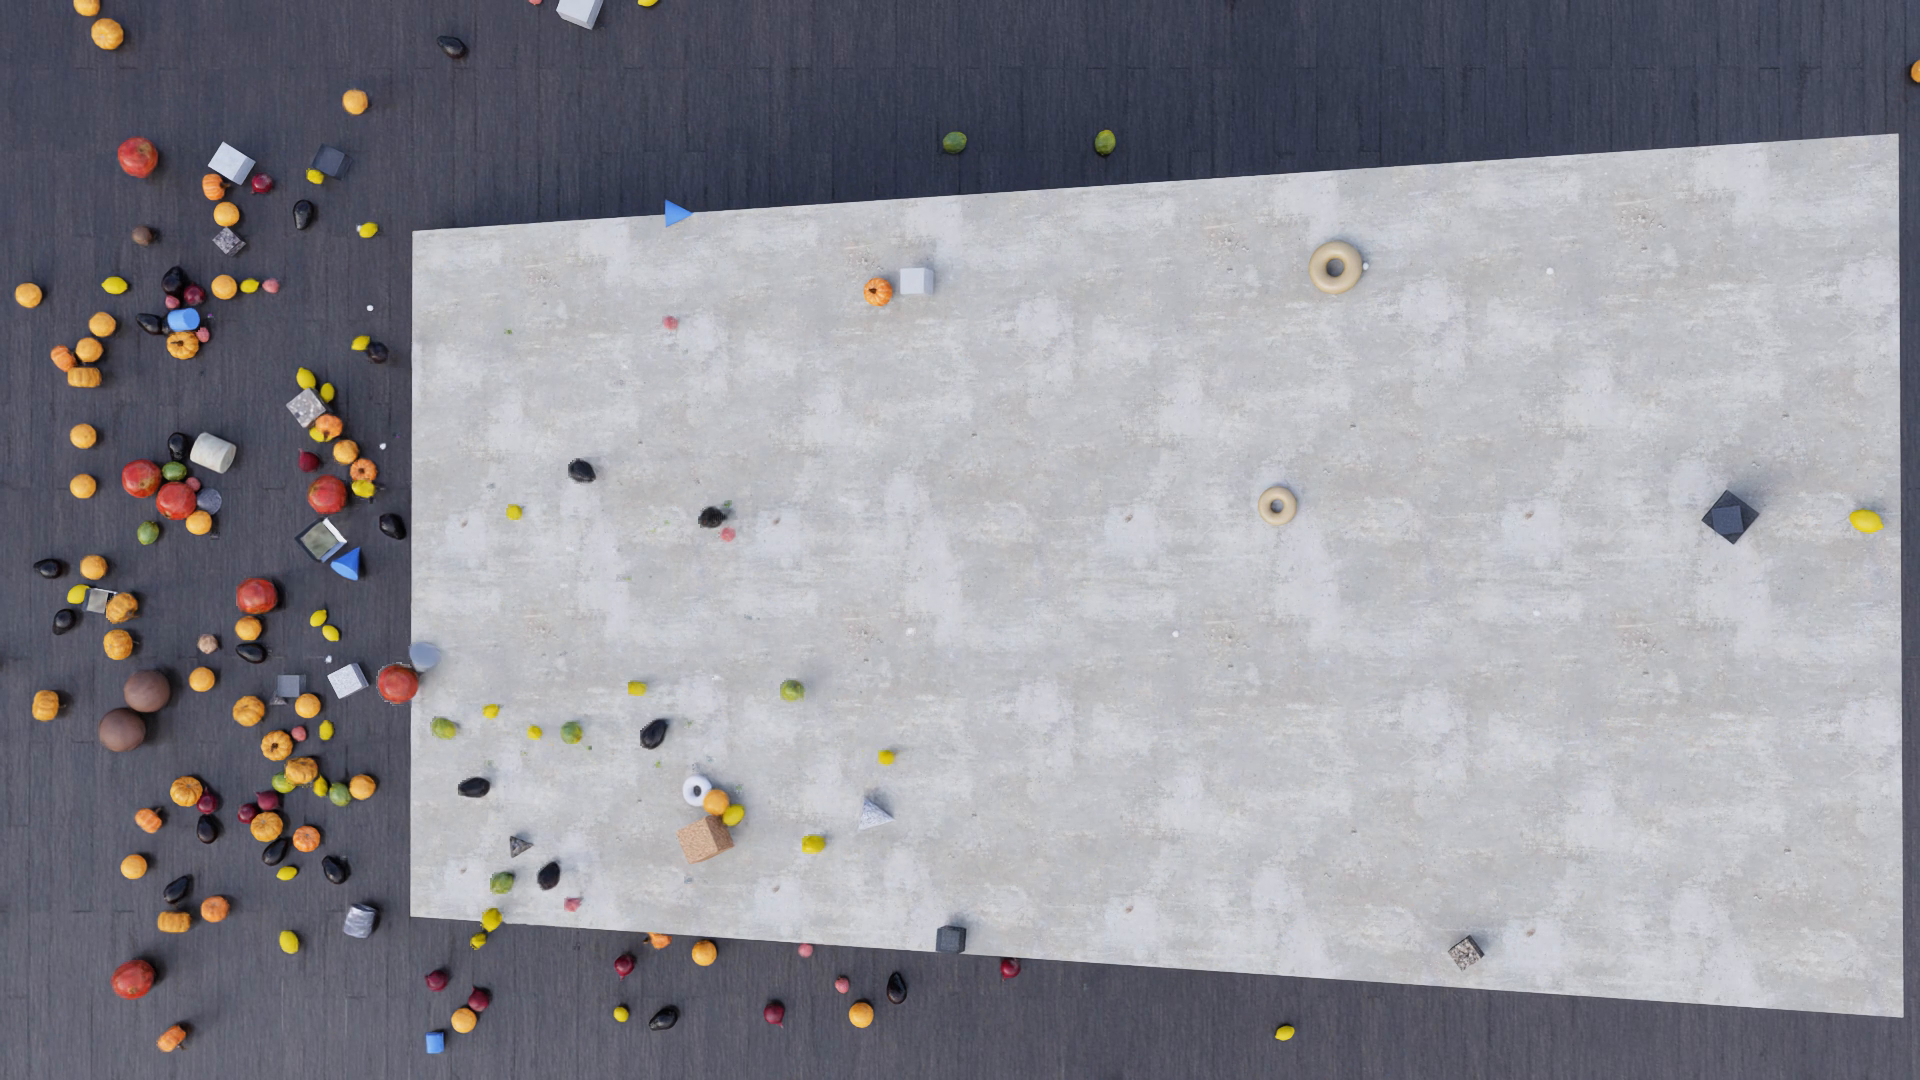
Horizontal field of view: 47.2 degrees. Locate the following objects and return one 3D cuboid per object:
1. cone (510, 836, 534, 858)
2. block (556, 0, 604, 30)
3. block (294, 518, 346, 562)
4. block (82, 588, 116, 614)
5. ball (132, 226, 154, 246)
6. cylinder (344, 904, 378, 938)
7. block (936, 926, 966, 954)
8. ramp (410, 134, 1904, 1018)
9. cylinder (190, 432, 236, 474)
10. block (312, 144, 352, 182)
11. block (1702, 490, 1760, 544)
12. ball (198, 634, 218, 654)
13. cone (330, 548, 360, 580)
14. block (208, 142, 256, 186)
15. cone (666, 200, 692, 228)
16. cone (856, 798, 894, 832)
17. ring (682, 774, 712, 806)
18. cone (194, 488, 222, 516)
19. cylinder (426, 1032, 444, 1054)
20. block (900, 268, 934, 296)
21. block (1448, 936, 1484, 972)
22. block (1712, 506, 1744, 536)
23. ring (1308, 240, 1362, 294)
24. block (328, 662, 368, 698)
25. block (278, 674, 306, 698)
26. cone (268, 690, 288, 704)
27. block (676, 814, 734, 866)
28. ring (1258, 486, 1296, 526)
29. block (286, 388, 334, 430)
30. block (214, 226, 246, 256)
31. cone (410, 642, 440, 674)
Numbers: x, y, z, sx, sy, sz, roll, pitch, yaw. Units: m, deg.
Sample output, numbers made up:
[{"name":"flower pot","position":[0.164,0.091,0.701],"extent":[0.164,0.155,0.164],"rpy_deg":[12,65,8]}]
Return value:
[{"name":"cone","position":[-1.243,0.871,6.256],"extent":[0.065,0.065,0.065],"rpy_deg":[-4,89,-6]},{"name":"block","position":[-1.121,-1.577,6.487],"extent":[0.095,0.095,0.095],"rpy_deg":[22,89,0]},{"name":"block","position":[-1.881,0.001,6.468],"extent":[0.092,0.092,0.092],"rpy_deg":[-41,89,0]},{"name":"block","position":[-2.536,0.181,6.479],"extent":[0.067,0.067,0.067],"rpy_deg":[11,89,0]},{"name":"ball","position":[-2.414,-0.900,6.497],"extent":[0.058,0.058,0.058],"rpy_deg":[0,89,0]},{"name":"cylinder","position":[-1.762,1.120,6.461],"extent":[0.078,0.078,0.078],"rpy_deg":[18,89,0]},{"name":"block","position":[-0.024,1.048,5.765],"extent":[0.060,0.060,0.060],"rpy_deg":[5,91,21]},{"name":"ramp","position":[0.282,0.088,5.745],"extent":[4.000,0.100,2.000],"rpy_deg":[0,89,21]},{"name":"cylinder","position":[-2.197,-0.256,6.471],"extent":[0.093,0.093,0.093],"rpy_deg":[24,89,-1]},{"name":"block","position":[-1.854,-1.114,6.491],"extent":[0.076,0.076,0.076],"rpy_deg":[26,89,0]},{"name":"block","position":[1.776,-0.052,5.066],"extent":[0.090,0.090,0.090],"rpy_deg":[40,103,17]},{"name":"ball","position":[-2.218,0.307,6.484],"extent":[0.054,0.054,0.054],"rpy_deg":[0,89,0]},{"name":"cone","position":[-1.794,0.055,6.493],"extent":[0.090,0.090,0.090],"rpy_deg":[26,63,0]},{"name":"block","position":[-2.148,-1.110,6.488],"extent":[0.083,0.083,0.083],"rpy_deg":[32,89,0]},{"name":"cone","position":[-0.776,-0.904,6.095],"extent":[0.078,0.078,0.078],"rpy_deg":[0,89,-5]},{"name":"cone","position":[-0.218,0.737,5.854],"extent":[0.096,0.096,0.096],"rpy_deg":[11,89,-6]},{"name":"ring","position":[-0.723,0.690,6.057],"extent":[0.089,0.030,0.089],"rpy_deg":[0,90,23]},{"name":"cone","position":[-2.229,-0.115,6.475],"extent":[0.082,0.082,0.082],"rpy_deg":[0,89,0]},{"name":"cylinder","position":[-1.543,1.479,6.470],"extent":[0.051,0.051,0.051],"rpy_deg":[-2,89,0]},{"name":"block","position":[-0.114,-0.682,5.819],"extent":[0.066,0.066,0.066],"rpy_deg":[0,89,21]},{"name":"block","position":[1.217,0.994,5.287],"extent":[0.057,0.057,0.057],"rpy_deg":[-39,76,16]},{"name":"block","position":[1.745,-0.044,4.997],"extent":[0.061,0.061,0.061],"rpy_deg":[-9,86,21]},{"name":"ring","position":[0.927,-0.673,5.428],"extent":[0.134,0.045,0.134],"rpy_deg":[-1,88,23]},{"name":"block","position":[-1.800,0.414,6.471],"extent":[0.076,0.076,0.076],"rpy_deg":[-27,89,0]},{"name":"block","position":[-1.969,0.429,6.477],"extent":[0.064,0.064,0.064],"rpy_deg":[0,89,0]},{"name":"cone","position":[-2.006,0.474,6.497],"extent":[0.051,0.051,0.051],"rpy_deg":[29,89,-26]},{"name":"block","position":[-0.697,0.817,6.008],"extent":[0.099,0.099,0.099],"rpy_deg":[-28,80,19]},{"name":"ring","position":[0.791,-0.085,5.479],"extent":[0.099,0.033,0.099],"rpy_deg":[0,91,22]},{"name":"block","position":[-1.914,-0.387,6.477],"extent":[0.084,0.084,0.084],"rpy_deg":[-38,89,0]},{"name":"block","position":[-2.158,-0.881,6.497],"extent":[0.058,0.058,0.058],"rpy_deg":[-45,89,-1]},{"name":"cone","position":[-1.564,0.362,6.380],"extent":[0.092,0.092,0.092],"rpy_deg":[32,129,0]}]
